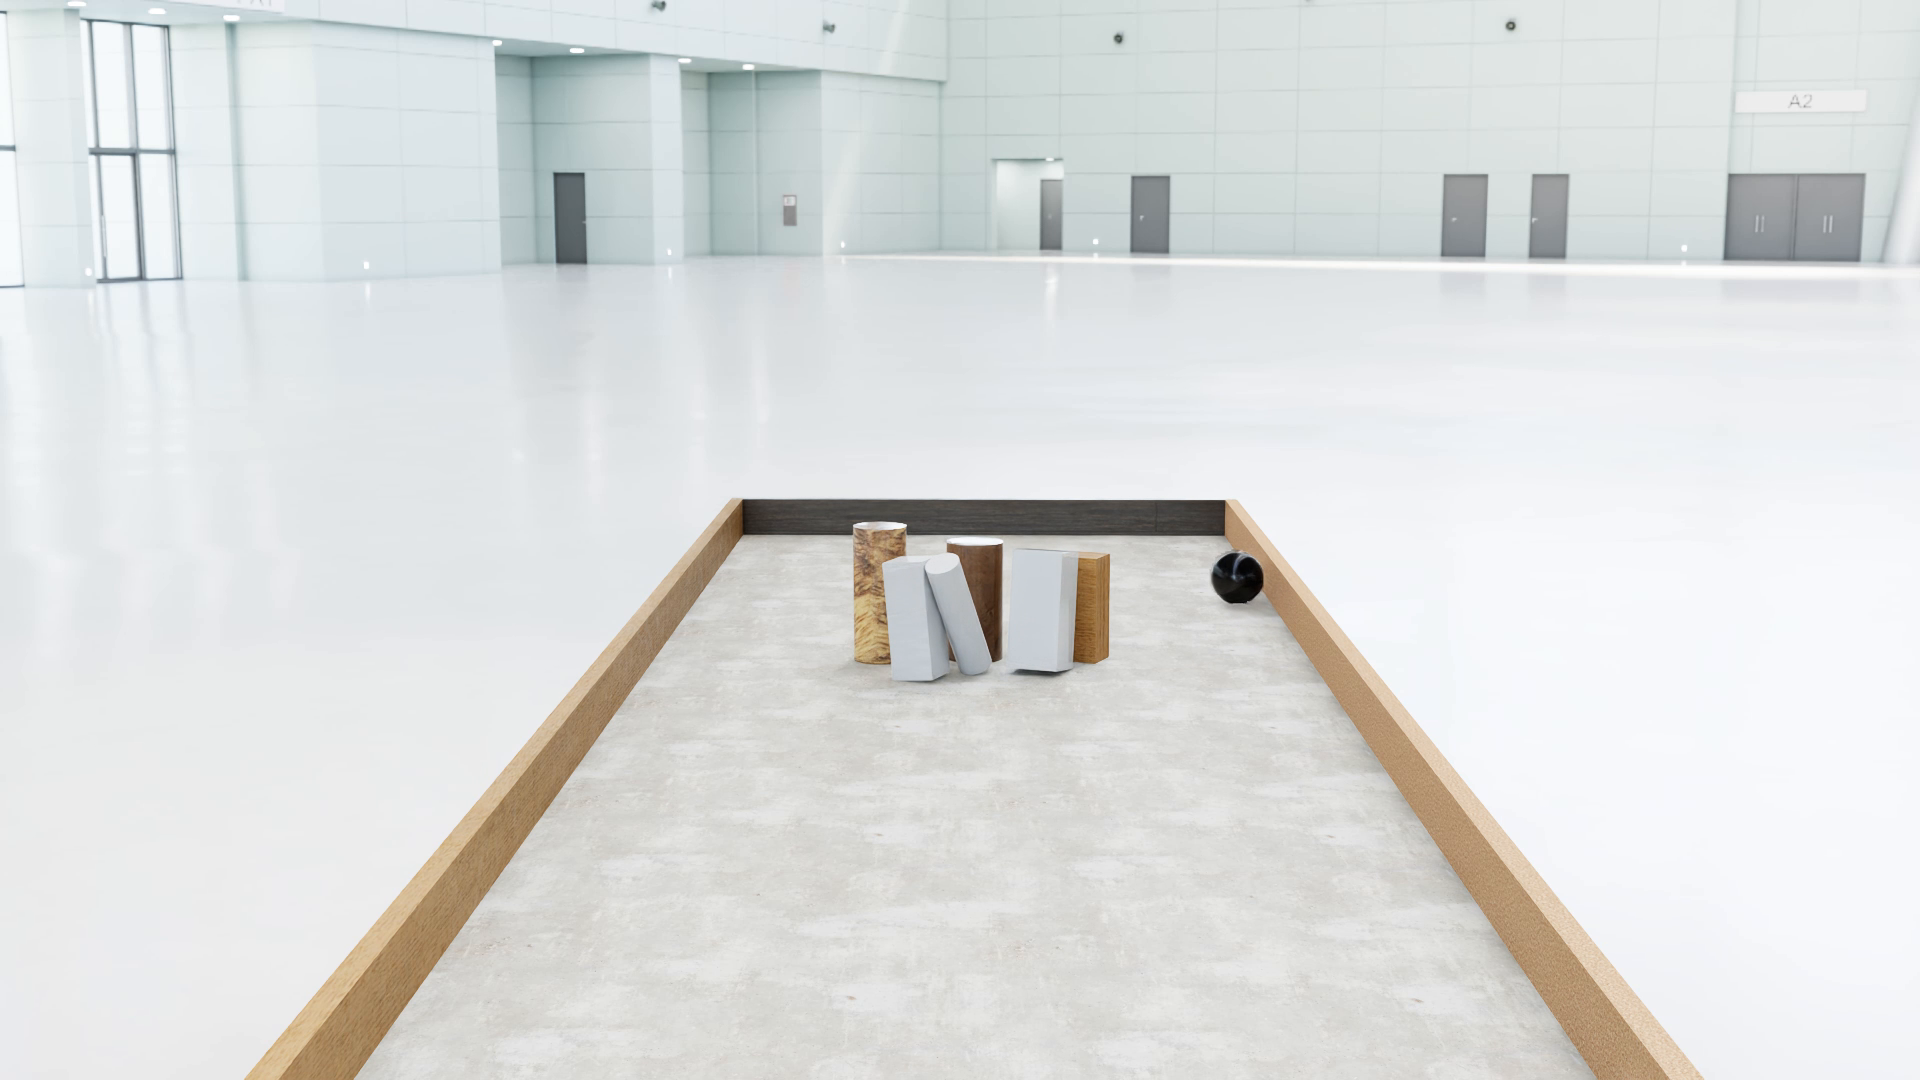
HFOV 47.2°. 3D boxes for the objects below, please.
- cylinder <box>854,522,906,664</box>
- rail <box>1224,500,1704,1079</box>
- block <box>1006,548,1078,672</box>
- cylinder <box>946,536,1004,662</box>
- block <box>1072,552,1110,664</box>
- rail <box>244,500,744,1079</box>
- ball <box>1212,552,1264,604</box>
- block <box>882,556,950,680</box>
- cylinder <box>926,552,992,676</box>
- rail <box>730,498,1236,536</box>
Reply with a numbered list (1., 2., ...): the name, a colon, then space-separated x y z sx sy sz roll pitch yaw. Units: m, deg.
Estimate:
1. cylinder: -0.243 0.160 6.683 0.162 0.412 0.162 0 9 0
2. rail: 1.046 0.843 3.208 0.050 0.150 12.000 0 9 1
3. block: 0.246 0.205 6.531 0.155 0.351 0.155 3 1 21
4. cylinder: 0.045 0.182 6.708 0.174 0.360 0.174 0 9 0
5. block: 0.383 0.204 6.695 0.111 0.321 0.111 4 10 25
6. rail: -1.004 0.839 3.234 0.050 0.150 12.000 0 9 1
7. ball: 0.959 0.131 7.601 0.181 0.181 0.181 0 9 0
8. block: -0.128 0.227 6.432 0.127 0.347 0.127 -2 7 24
9. cylinder: -0.003 0.218 6.431 0.102 0.373 0.102 -13 32 8
10. rail: 0.099 -0.098 9.147 2.100 0.150 0.050 0 9 1
